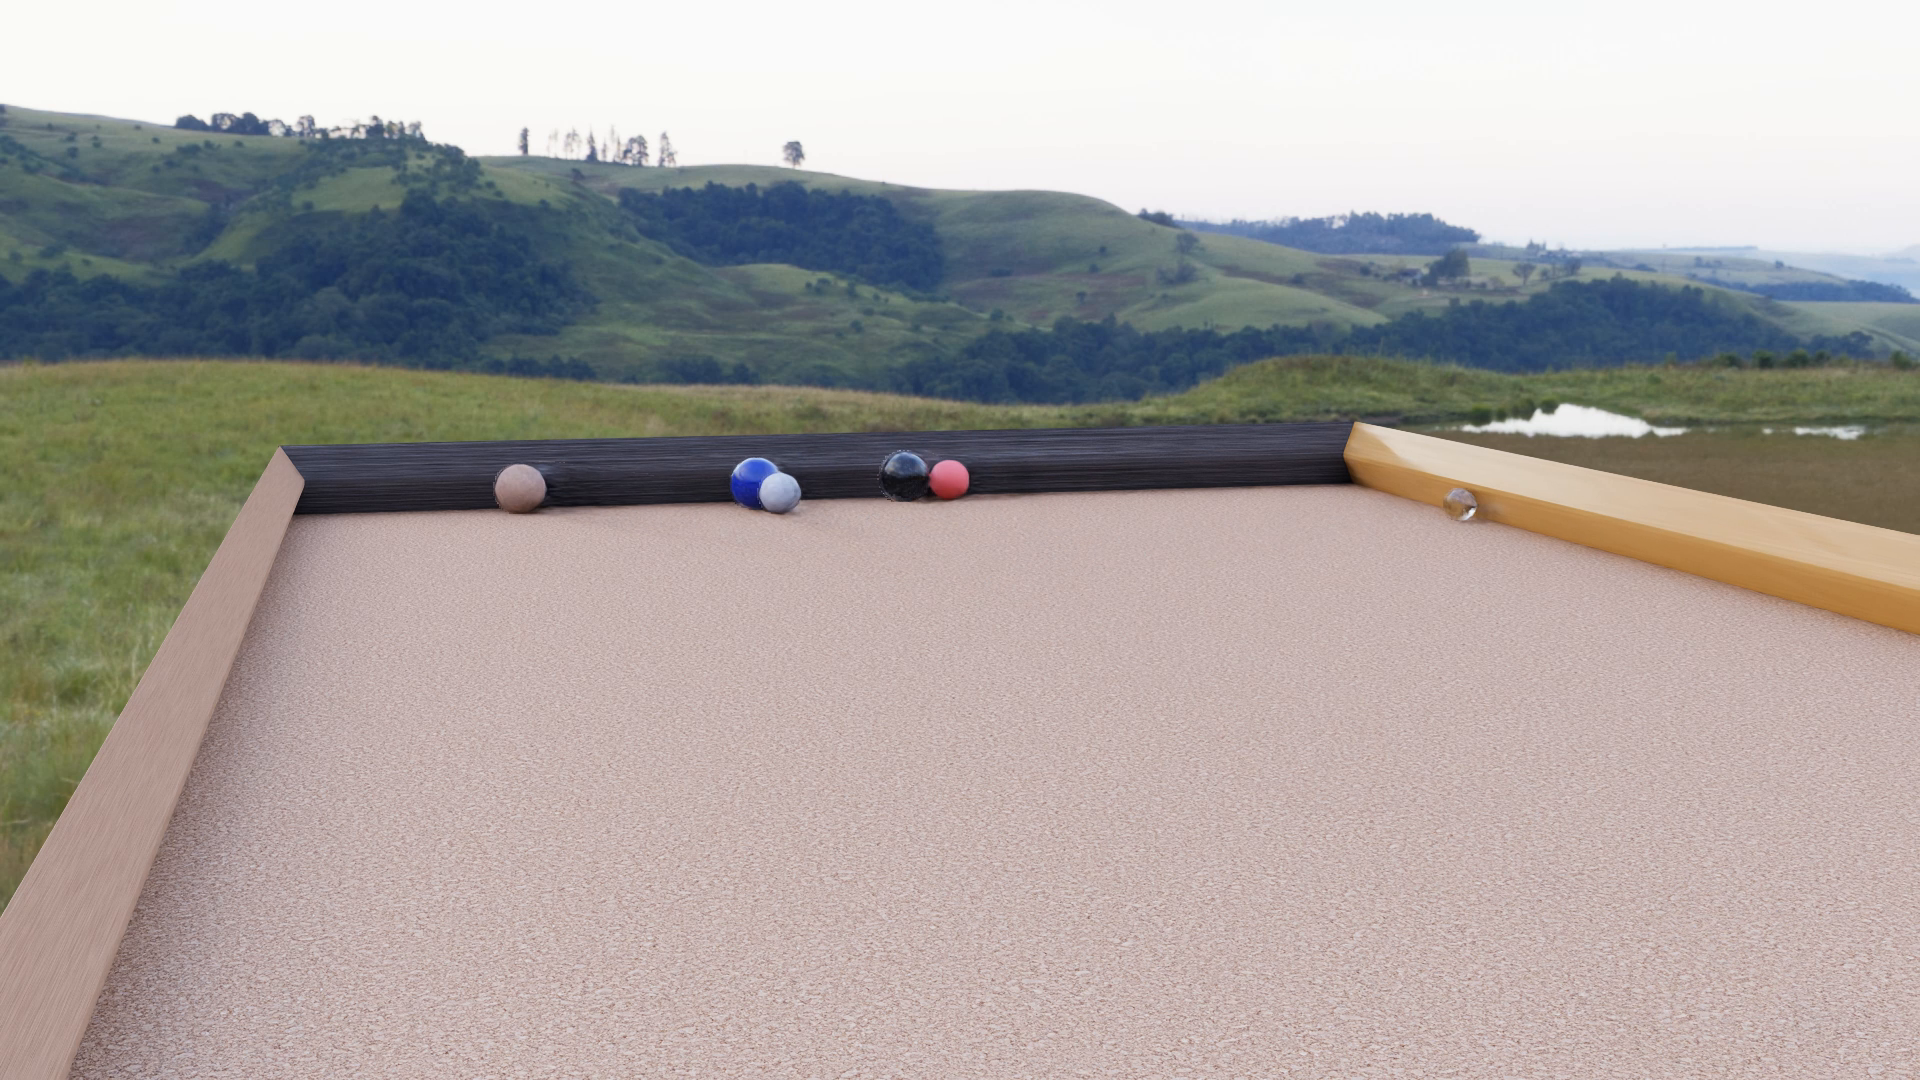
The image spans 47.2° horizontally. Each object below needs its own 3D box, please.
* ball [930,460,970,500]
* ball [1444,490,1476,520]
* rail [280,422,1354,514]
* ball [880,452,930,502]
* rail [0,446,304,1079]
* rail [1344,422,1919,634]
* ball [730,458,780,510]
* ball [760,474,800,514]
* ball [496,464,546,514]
[{"bbox_3d":[-0.021,-0.117,4.292,0.079,0.079,0.079,0,8,0],"label":"ball"},{"bbox_3d":[0.910,-0.064,3.997,0.056,0.056,0.056,0,8,0],"label":"ball"},{"bbox_3d":[-0.212,-0.143,4.298,2.142,0.127,0.045,-2,8,-14],"label":"rail"},{"bbox_3d":[-0.106,-0.121,4.247,0.097,0.097,0.097,0,8,0],"label":"ball"},{"bbox_3d":[-0.799,0.133,2.338,0.045,0.127,3.607,-2,8,-14],"label":"rail"},{"bbox_3d":[1.234,0.063,2.839,0.045,0.127,3.607,-2,8,-14],"label":"rail"},{"bbox_3d":[-0.385,-0.107,4.152,0.098,0.098,0.098,0,8,0],"label":"ball"},{"bbox_3d":[-0.334,-0.086,4.084,0.076,0.076,0.076,0,8,0],"label":"ball"},{"bbox_3d":[-0.815,-0.095,4.084,0.092,0.092,0.092,0,8,0],"label":"ball"}]
